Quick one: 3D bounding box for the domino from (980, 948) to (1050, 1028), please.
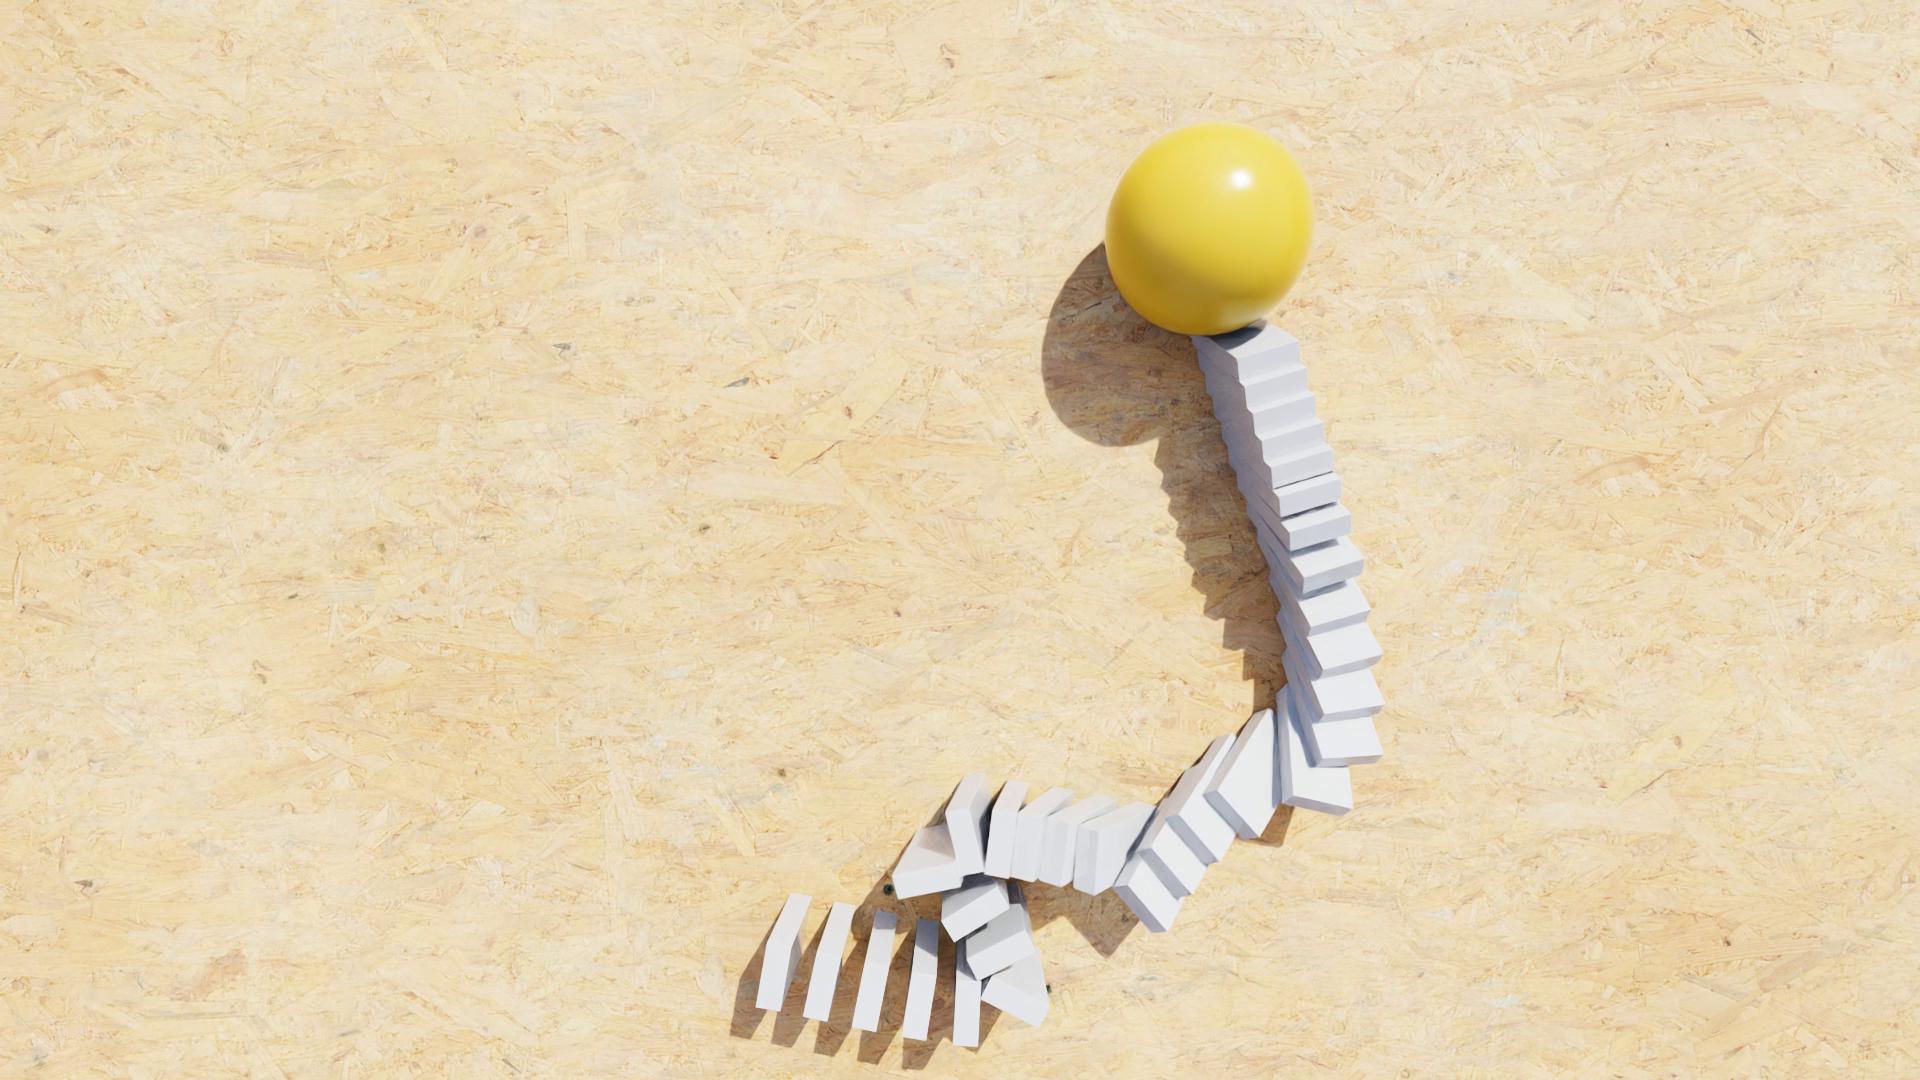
[{"bbox_3d":[0.021,0.177,0.375,0.025,0.050,0.010,27,90,0],"label":"domino"}]

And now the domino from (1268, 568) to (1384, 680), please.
[{"bbox_3d":[0.151,0.031,0.382,0.025,0.010,0.050,-15,56,-1],"label":"domino"}]

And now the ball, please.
[{"bbox_3d":[0.097,-0.121,0.360,0.080,0.080,0.080,0,90,0],"label":"ball"}]

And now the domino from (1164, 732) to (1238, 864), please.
[{"bbox_3d":[0.107,0.107,0.381,0.025,0.010,0.050,49,53,0],"label":"domino"}]

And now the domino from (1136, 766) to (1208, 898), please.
[{"bbox_3d":[0.095,0.120,0.380,0.025,0.009,0.050,49,49,0],"label":"domino"}]

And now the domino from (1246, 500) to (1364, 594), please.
[{"bbox_3d":[0.141,-0.002,0.378,0.025,0.050,0.009,-17,134,-1],"label":"domino"}]

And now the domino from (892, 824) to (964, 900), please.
[{"bbox_3d":[-0.009,0.129,0.373,0.025,0.050,0.009,-15,90,9],"label":"domino"}]

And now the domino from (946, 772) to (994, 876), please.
[{"bbox_3d":[0.006,0.115,0.374,0.009,0.050,0.025,-14,89,9],"label":"domino"}]

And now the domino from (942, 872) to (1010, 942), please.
[{"bbox_3d":[0.006,0.143,0.375,0.025,0.050,0.010,-31,90,0],"label":"domino"}]

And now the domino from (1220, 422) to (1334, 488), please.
[{"bbox_3d":[0.129,-0.039,0.376,0.025,0.050,0.009,-17,119,0],"label":"domino"}]

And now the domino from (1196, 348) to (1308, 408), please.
[{"bbox_3d":[0.119,-0.070,0.376,0.025,0.050,0.009,-17,119,0],"label":"domino"}]

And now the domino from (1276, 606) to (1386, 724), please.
[{"bbox_3d":[0.153,0.050,0.382,0.025,0.009,0.050,-9,55,-2],"label":"domino"}]

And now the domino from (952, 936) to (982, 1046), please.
[{"bbox_3d":[0.003,0.181,0.375,0.010,0.050,0.025,3,90,0],"label":"domino"}]

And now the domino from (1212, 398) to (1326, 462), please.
[{"bbox_3d":[0.125,-0.050,0.376,0.025,0.050,0.010,-17,119,0],"label":"domino"}]

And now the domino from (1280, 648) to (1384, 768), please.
[{"bbox_3d":[0.154,0.068,0.381,0.025,0.010,0.050,-3,55,-3],"label":"domino"}]

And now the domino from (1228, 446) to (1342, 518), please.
[{"bbox_3d":[0.132,-0.028,0.376,0.025,0.050,0.009,-17,121,0],"label":"domino"}]

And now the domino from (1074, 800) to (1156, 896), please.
[{"bbox_3d":[0.065,0.126,0.377,0.009,0.050,0.025,5,91,38],"label":"domino"}]

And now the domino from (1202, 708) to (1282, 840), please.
[{"bbox_3d":[0.124,0.097,0.382,0.025,0.010,0.050,48,55,0],"label":"domino"}]

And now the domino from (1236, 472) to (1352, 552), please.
[{"bbox_3d":[0.136,-0.016,0.377,0.025,0.050,0.009,-17,125,0],"label":"domino"}]

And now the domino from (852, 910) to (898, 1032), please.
[{"bbox_3d":[-0.034,0.175,0.375,0.010,0.050,0.025,11,90,0],"label":"domino"}]

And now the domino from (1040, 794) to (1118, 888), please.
[{"bbox_3d":[0.049,0.122,0.376,0.010,0.050,0.025,7,90,31],"label":"domino"}]

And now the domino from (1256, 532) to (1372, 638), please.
[{"bbox_3d":[0.146,0.014,0.382,0.025,0.010,0.050,-16,56,0],"label":"domino"}]

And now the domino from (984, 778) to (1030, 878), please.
[{"bbox_3d":[0.020,0.117,0.375,0.010,0.050,0.025,7,90,10],"label":"domino"}]

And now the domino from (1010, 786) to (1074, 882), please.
[{"bbox_3d":[0.035,0.119,0.375,0.009,0.050,0.025,7,90,22],"label":"domino"}]

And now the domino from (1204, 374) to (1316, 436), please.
[{"bbox_3d":[0.122,-0.060,0.376,0.025,0.050,0.010,-17,119,0],"label":"domino"}]

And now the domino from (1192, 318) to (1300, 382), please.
[{"bbox_3d":[0.116,-0.081,0.376,0.025,0.050,0.009,-17,119,0],"label":"domino"}]

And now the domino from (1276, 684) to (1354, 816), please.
[{"bbox_3d":[0.146,0.087,0.381,0.025,0.010,0.050,13,53,-3],"label":"domino"}]

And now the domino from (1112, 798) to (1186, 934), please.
[{"bbox_3d":[0.085,0.133,0.379,0.025,0.010,0.050,50,49,-4],"label":"domino"}]

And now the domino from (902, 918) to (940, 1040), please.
[{"bbox_3d":[-0.016,0.178,0.375,0.009,0.050,0.025,9,90,0],"label":"domino"}]

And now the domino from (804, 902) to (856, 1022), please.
[{"bbox_3d":[-0.053,0.171,0.375,0.010,0.050,0.025,12,90,0],"label":"domino"}]

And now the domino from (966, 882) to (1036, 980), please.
[{"bbox_3d":[0.016,0.159,0.375,0.025,0.050,0.010,-26,90,0],"label":"domino"}]

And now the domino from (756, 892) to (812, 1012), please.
[{"bbox_3d":[-0.071,0.167,0.375,0.009,0.050,0.025,10,90,0],"label":"domino"}]
